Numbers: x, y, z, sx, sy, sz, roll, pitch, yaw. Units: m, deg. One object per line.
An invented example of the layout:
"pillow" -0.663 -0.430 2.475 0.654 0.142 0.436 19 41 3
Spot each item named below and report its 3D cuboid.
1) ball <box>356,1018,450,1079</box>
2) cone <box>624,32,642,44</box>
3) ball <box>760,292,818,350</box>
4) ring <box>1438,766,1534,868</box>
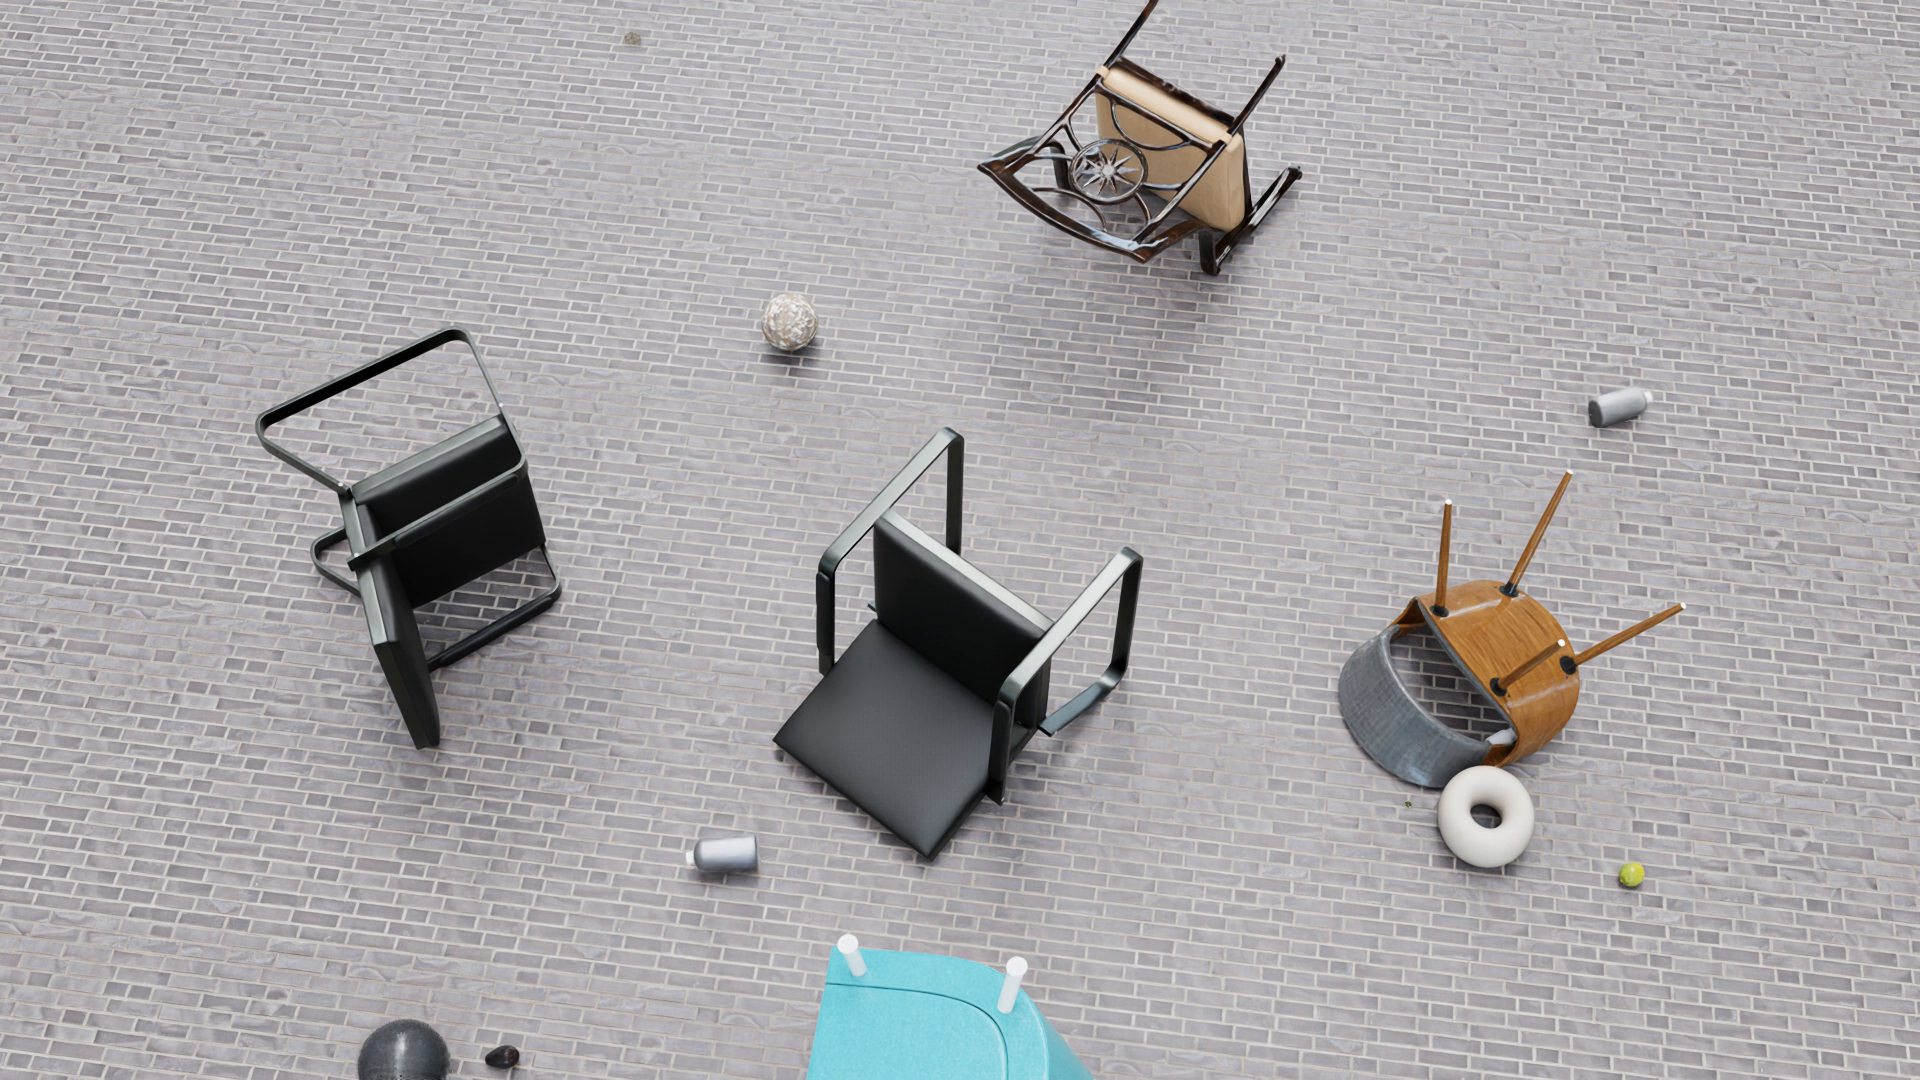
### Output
"ball" -1.403 1.324 5.547 0.229 0.229 0.229 0 56 0
"cone" -1.144 -1.781 7.755 0.062 0.047 0.063 9 36 8
"ball" -0.537 -0.687 6.926 0.182 0.182 0.182 0 56 0
"ring" 1.431 0.752 5.984 0.259 0.144 0.284 2 58 4
